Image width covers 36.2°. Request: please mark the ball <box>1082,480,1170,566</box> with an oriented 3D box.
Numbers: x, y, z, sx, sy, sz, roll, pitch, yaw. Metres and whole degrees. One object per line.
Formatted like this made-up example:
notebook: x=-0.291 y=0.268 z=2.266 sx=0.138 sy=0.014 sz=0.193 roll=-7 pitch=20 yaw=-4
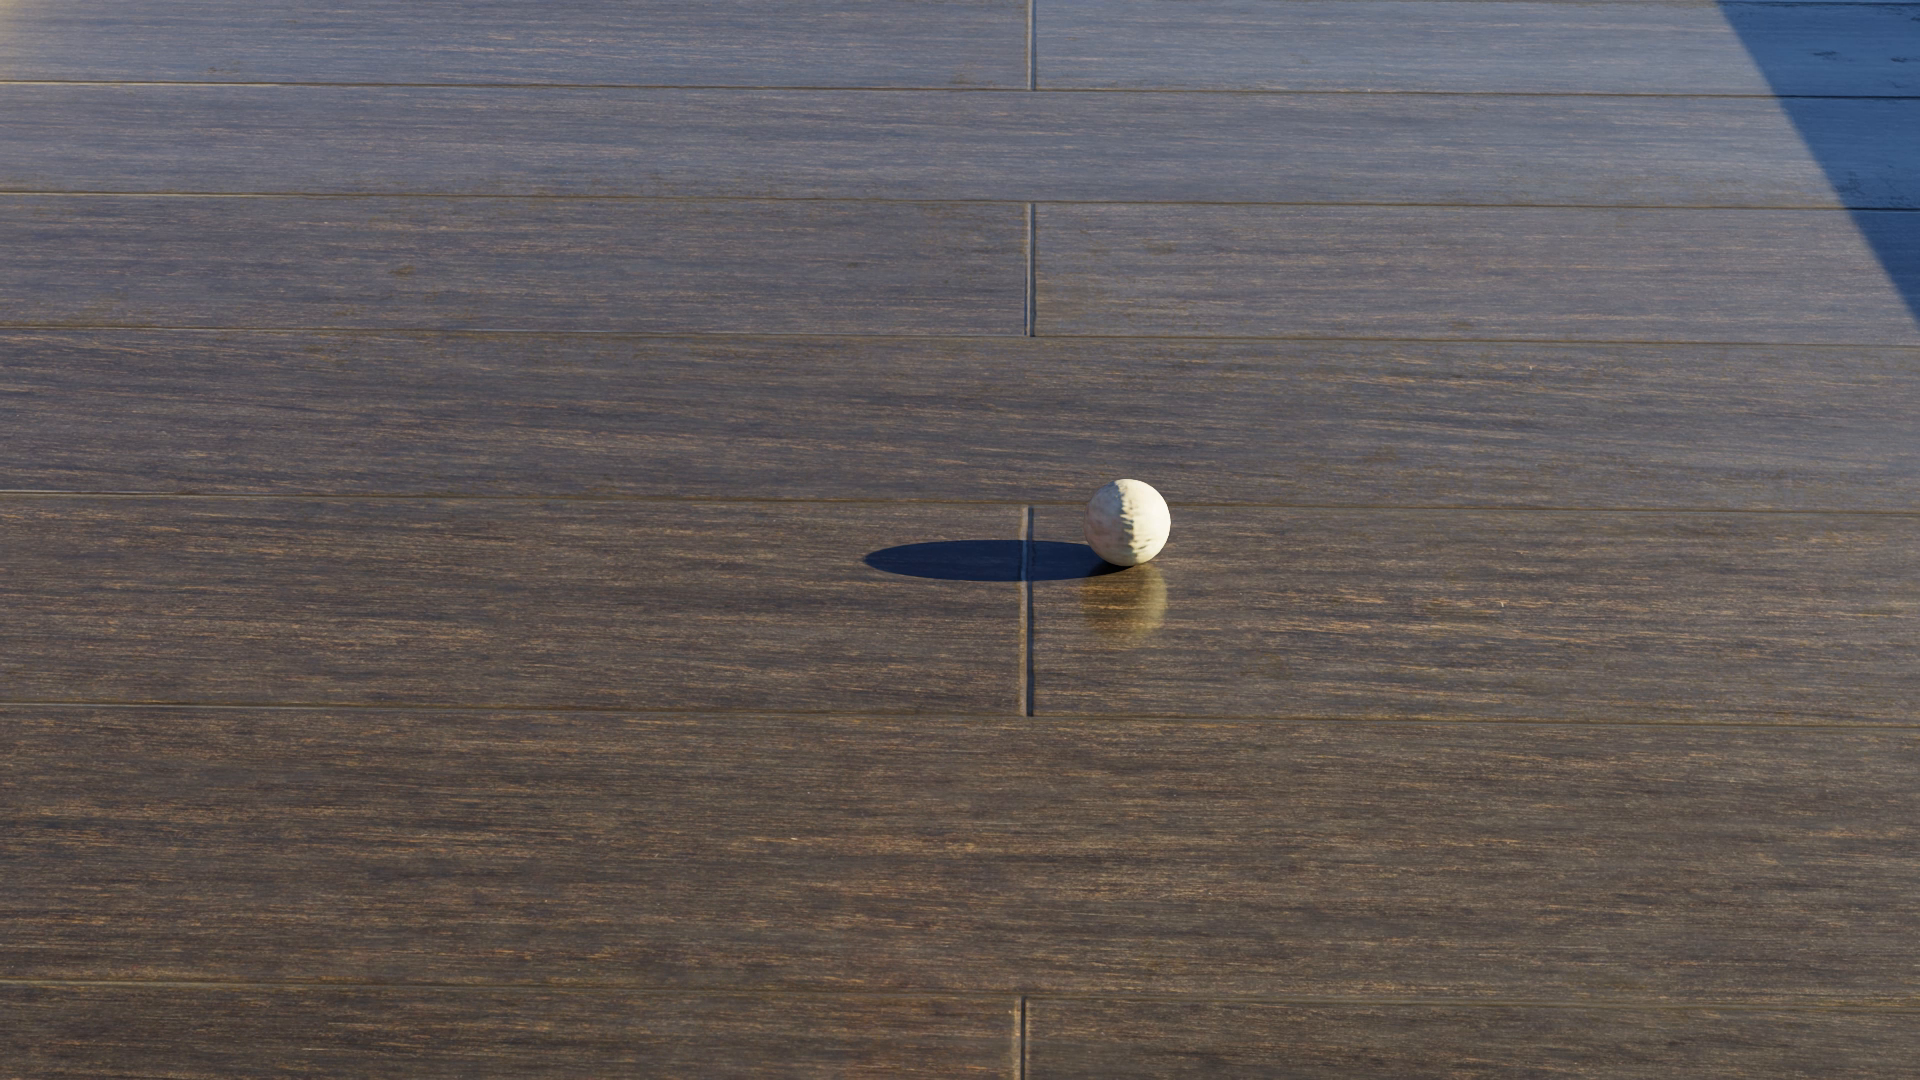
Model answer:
ball: x=0.100 y=-0.010 z=1.769 sx=0.053 sy=0.053 sz=0.053 roll=0 pitch=29 yaw=0
